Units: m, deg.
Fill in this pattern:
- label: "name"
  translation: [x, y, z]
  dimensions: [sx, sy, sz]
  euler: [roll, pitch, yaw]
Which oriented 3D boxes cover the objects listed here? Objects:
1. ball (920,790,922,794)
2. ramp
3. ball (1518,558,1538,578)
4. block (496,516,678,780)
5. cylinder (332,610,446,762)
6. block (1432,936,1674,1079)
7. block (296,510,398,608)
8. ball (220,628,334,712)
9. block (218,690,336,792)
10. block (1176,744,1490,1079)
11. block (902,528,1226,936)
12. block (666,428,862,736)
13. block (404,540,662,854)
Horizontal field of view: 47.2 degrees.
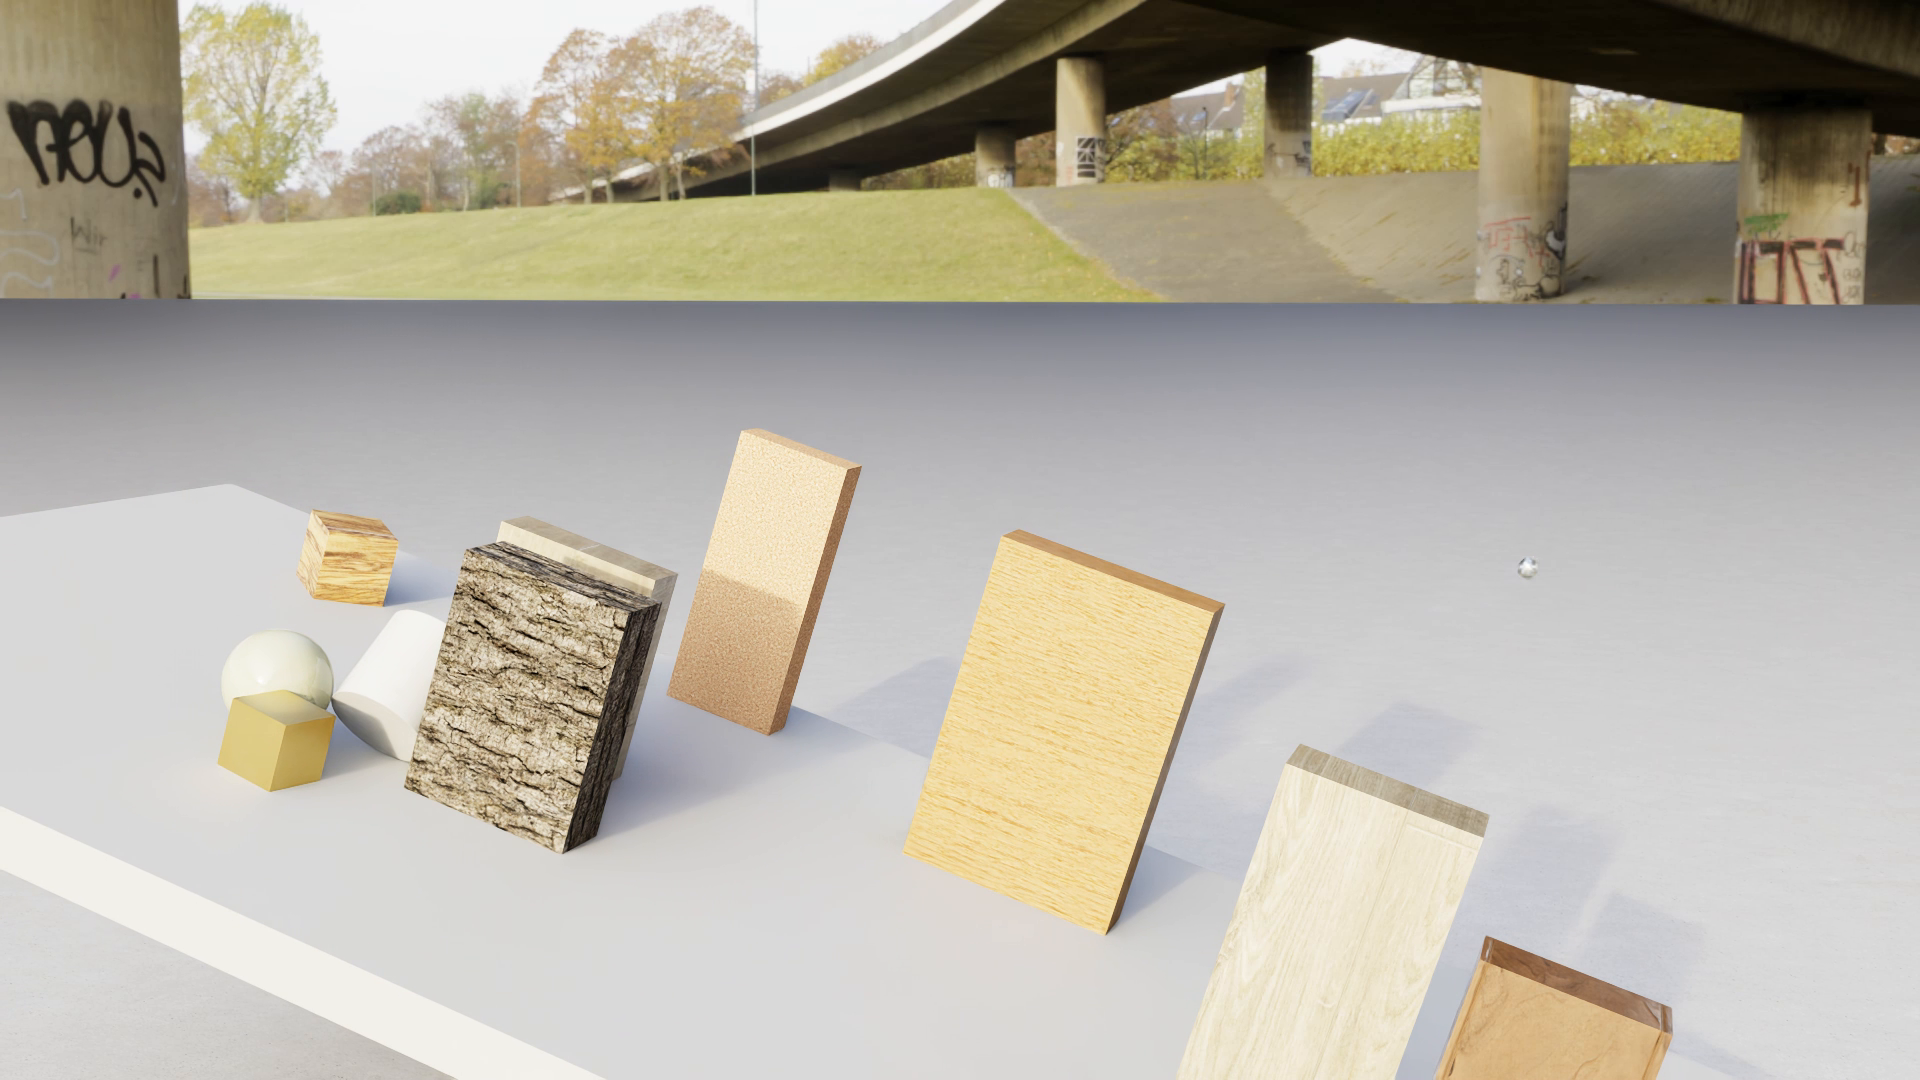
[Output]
- label: "ball"
  translation: [-0.019, 0.560, 4.701]
  dimensions: [0.138, 0.138, 0.138]
  euler: [0, 7, 0]
- label: "ramp"
  translation: [-0.360, 0.684, 4.228]
  dimensions: [4.000, 0.100, 2.000]
  euler: [20, 12, 14]
- label: "ball"
  translation: [3.471, 0.173, 13.441]
  dimensions: [0.126, 0.126, 0.126]
  euler: [0, 7, 0]
- label: "block"
  translation: [-0.797, 0.221, 4.402]
  dimensions: [0.346, 0.442, 0.108]
  euler: [20, 12, 14]
- label: "cylinder"
  translation: [-1.046, 0.276, 4.171]
  dimensions: [0.204, 0.204, 0.204]
  euler: [4, 49, 33]
- label: "block"
  translation: [0.790, 0.902, 3.176]
  dimensions: [0.275, 0.583, 0.121]
  euler: [20, 12, 14]
- label: "block"
  translation: [-1.408, 0.042, 5.052]
  dimensions: [0.161, 0.161, 0.161]
  euler: [9, 14, -33]
- label: "ball"
  translation: [-1.272, 0.266, 4.102]
  dimensions: [0.203, 0.203, 0.203]
  euler: [0, 7, 0]
- label: "block"
  translation: [-1.223, 0.358, 3.936]
  dimensions: [0.128, 0.128, 0.128]
  euler: [22, 13, 23]
- label: "block"
  translation: [0.556, 0.710, 3.442]
  dimensions: [0.310, 0.700, 0.149]
  euler: [20, 12, 14]
- label: "block"
  translation: [0.205, 0.385, 4.449]
  dimensions: [0.449, 0.696, 0.127]
  euler: [20, 12, 14]
- label: "block"
  translation: [-0.447, 0.094, 4.997]
  dimensions: [0.263, 0.641, 0.099]
  euler: [20, 12, 14]
- label: "block"
  translation: [-0.787, 0.286, 4.044]
  dimensions: [0.337, 0.471, 0.141]
  euler: [20, 12, 14]
